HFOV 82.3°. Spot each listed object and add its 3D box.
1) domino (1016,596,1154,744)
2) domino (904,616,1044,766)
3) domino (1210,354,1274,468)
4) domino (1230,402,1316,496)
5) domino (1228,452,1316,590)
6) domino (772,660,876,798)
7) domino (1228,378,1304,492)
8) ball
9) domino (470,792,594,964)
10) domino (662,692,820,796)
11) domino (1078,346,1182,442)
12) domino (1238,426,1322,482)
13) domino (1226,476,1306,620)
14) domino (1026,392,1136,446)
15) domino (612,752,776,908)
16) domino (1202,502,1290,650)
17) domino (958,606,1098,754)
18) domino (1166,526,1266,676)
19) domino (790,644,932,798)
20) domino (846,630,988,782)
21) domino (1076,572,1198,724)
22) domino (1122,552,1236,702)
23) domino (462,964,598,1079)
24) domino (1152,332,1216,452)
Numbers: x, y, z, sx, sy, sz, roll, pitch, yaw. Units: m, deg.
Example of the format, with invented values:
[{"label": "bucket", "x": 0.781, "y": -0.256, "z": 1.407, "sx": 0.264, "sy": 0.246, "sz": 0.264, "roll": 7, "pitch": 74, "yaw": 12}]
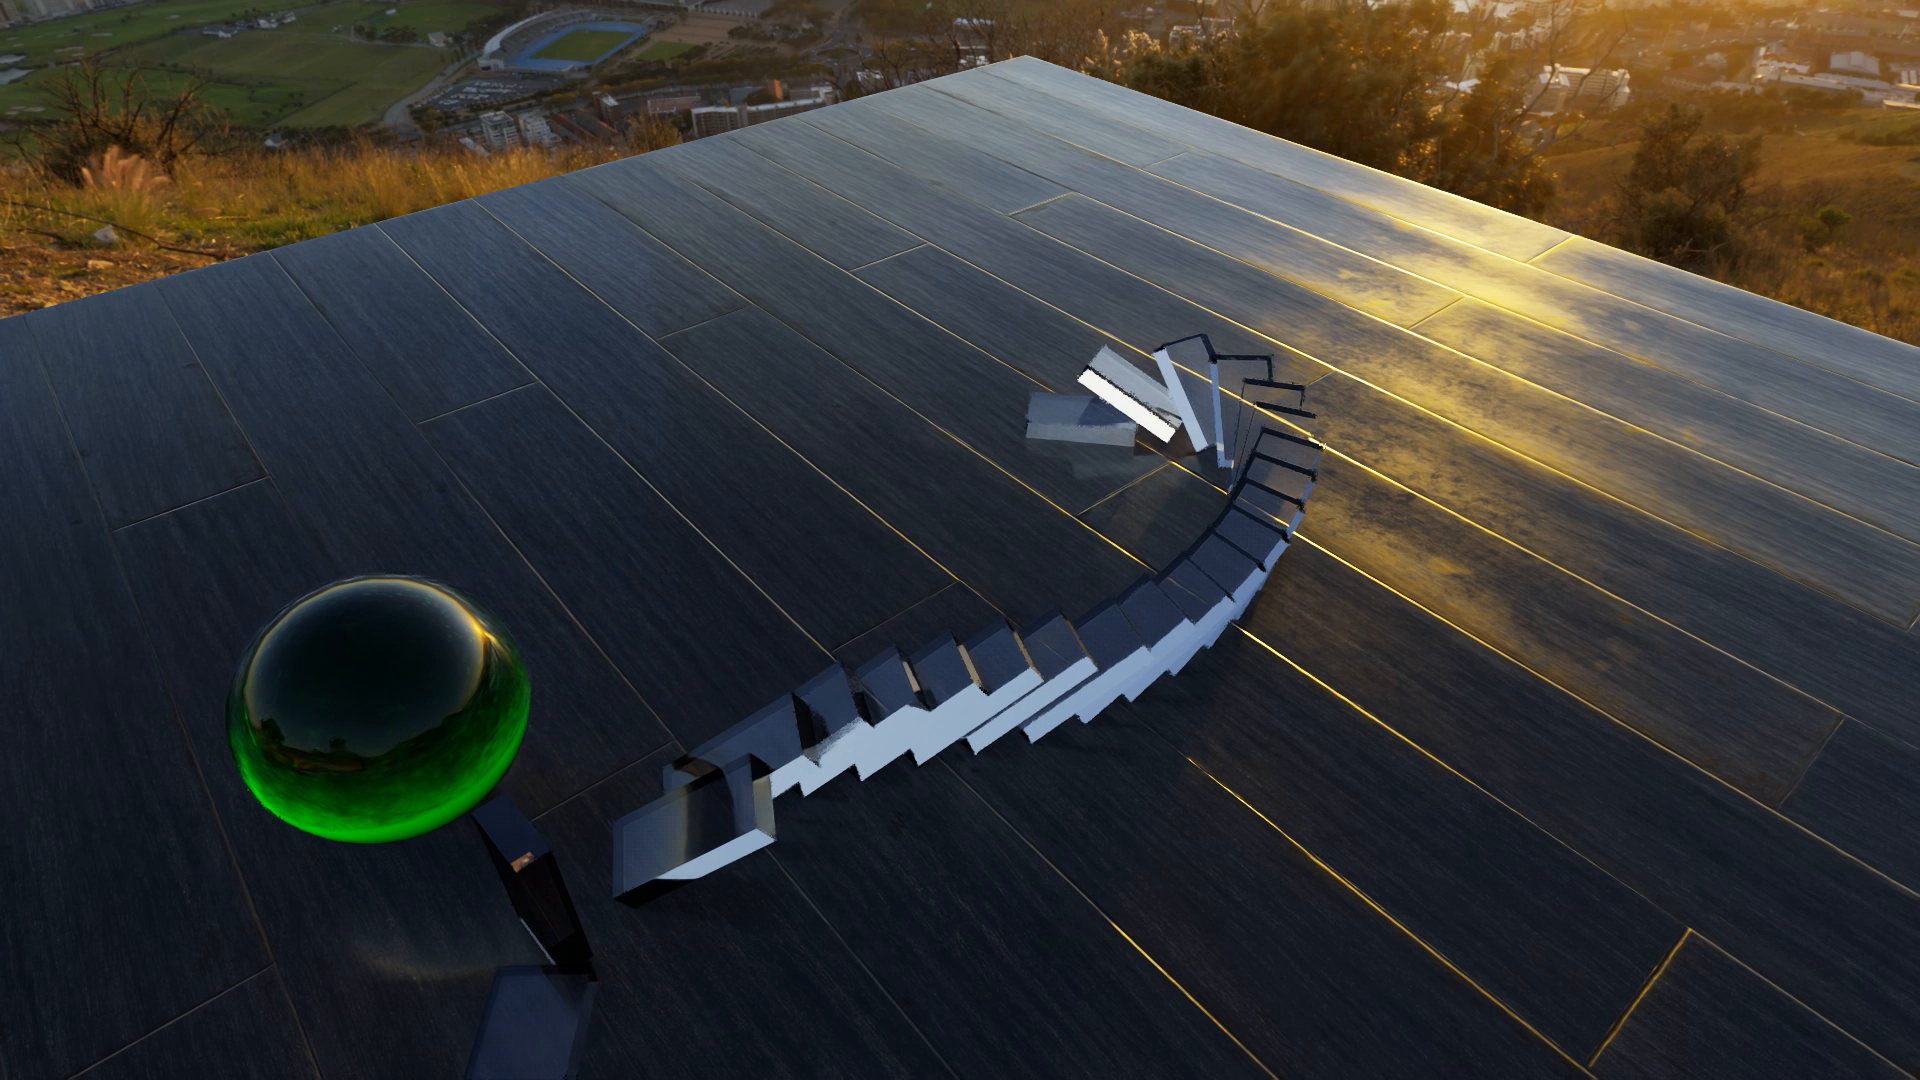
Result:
[{"label": "domino", "x": 0.037, "y": 0.043, "z": 0.370, "sx": 0.050, "sy": 0.010, "sz": 0.025, "roll": -36, "pitch": 44, "yaw": 7}, {"label": "domino", "x": 0.000, "y": 0.050, "z": 0.363, "sx": 0.050, "sy": 0.009, "sz": 0.025, "roll": -35, "pitch": 42, "yaw": 7}, {"label": "domino", "x": 0.127, "y": -0.058, "z": 0.492, "sx": 0.025, "sy": 0.010, "sz": 0.050, "roll": 0, "pitch": 75, "yaw": -4}, {"label": "domino", "x": 0.131, "y": -0.032, "z": 0.461, "sx": 0.025, "sy": 0.010, "sz": 0.050, "roll": 15, "pitch": 75, "yaw": 16}, {"label": "domino", "x": 0.117, "y": -0.008, "z": 0.433, "sx": 0.025, "sy": 0.009, "sz": 0.050, "roll": 24, "pitch": 77, "yaw": 26}, {"label": "domino", "x": -0.053, "y": 0.062, "z": 0.348, "sx": 0.050, "sy": 0.009, "sz": 0.025, "roll": -34, "pitch": 42, "yaw": 6}, {"label": "domino", "x": 0.132, "y": -0.044, "z": 0.476, "sx": 0.025, "sy": 0.010, "sz": 0.050, "roll": 9, "pitch": 74, "yaw": 9}, {"label": "ball", "x": -0.171, "y": 0.049, "z": 0.328, "sx": 0.080, "sy": 0.080, "sz": 0.080, "roll": 0, "pitch": 39, "yaw": 0}, {"label": "domino", "x": -0.115, "y": 0.094, "z": 0.297, "sx": 0.010, "sy": 0.050, "sz": 0.025, "roll": -32, "pitch": 49, "yaw": -33}, {"label": "domino", "x": -0.068, "y": 0.070, "z": 0.338, "sx": 0.050, "sy": 0.010, "sz": 0.025, "roll": -31, "pitch": 43, "yaw": 10}, {"label": "domino", "x": 0.081, "y": -0.068, "z": 0.509, "sx": 0.050, "sy": 0.010, "sz": 0.025, "roll": 36, "pitch": 40, "yaw": 5}, {"label": "domino", "x": 0.126, "y": -0.019, "z": 0.446, "sx": 0.025, "sy": 0.010, "sz": 0.050, "roll": 21, "pitch": 77, "yaw": 24}, {"label": "domino", "x": 0.108, "y": 0.003, "z": 0.420, "sx": 0.025, "sy": 0.009, "sz": 0.050, "roll": 29, "pitch": 79, "yaw": 31}, {"label": "domino", "x": 0.057, "y": -0.057, "z": 0.513, "sx": 0.050, "sy": 0.010, "sz": 0.025, "roll": 6, "pitch": 40, "yaw": 7}, {"label": "domino", "x": -0.078, "y": 0.084, "z": 0.320, "sx": 0.050, "sy": 0.010, "sz": 0.025, "roll": -28, "pitch": 46, "yaw": 13}, {"label": "domino", "x": 0.096, "y": 0.013, "z": 0.408, "sx": 0.025, "sy": 0.010, "sz": 0.050, "roll": 34, "pitch": 82, "yaw": 35}, {"label": "domino", "x": 0.019, "y": 0.047, "z": 0.367, "sx": 0.050, "sy": 0.009, "sz": 0.025, "roll": -35, "pitch": 42, "yaw": 7}, {"label": "domino", "x": 0.084, "y": 0.022, "z": 0.397, "sx": 0.050, "sy": 0.010, "sz": 0.025, "roll": -47, "pitch": 52, "yaw": -4}, {"label": "domino", "x": -0.036, "y": 0.058, "z": 0.354, "sx": 0.050, "sy": 0.009, "sz": 0.025, "roll": -35, "pitch": 42, "yaw": 6}, {"label": "domino", "x": -0.018, "y": 0.054, "z": 0.359, "sx": 0.050, "sy": 0.009, "sz": 0.025, "roll": -35, "pitch": 42, "yaw": 6}, {"label": "domino", "x": 0.054, "y": 0.037, "z": 0.378, "sx": 0.050, "sy": 0.010, "sz": 0.025, "roll": -41, "pitch": 47, "yaw": 2}, {"label": "domino", "x": 0.069, "y": 0.030, "z": 0.387, "sx": 0.050, "sy": 0.010, "sz": 0.025, "roll": -43, "pitch": 49, "yaw": 0}, {"label": "domino", "x": -0.111, "y": 0.134, "z": 0.280, "sx": 0.025, "sy": 0.010, "sz": 0.050, "roll": -1, "pitch": 39, "yaw": -2}, {"label": "domino", "x": 0.110, "y": -0.068, "z": 0.502, "sx": 0.025, "sy": 0.010, "sz": 0.050, "roll": -19, "pitch": 83, "yaw": -24}]
